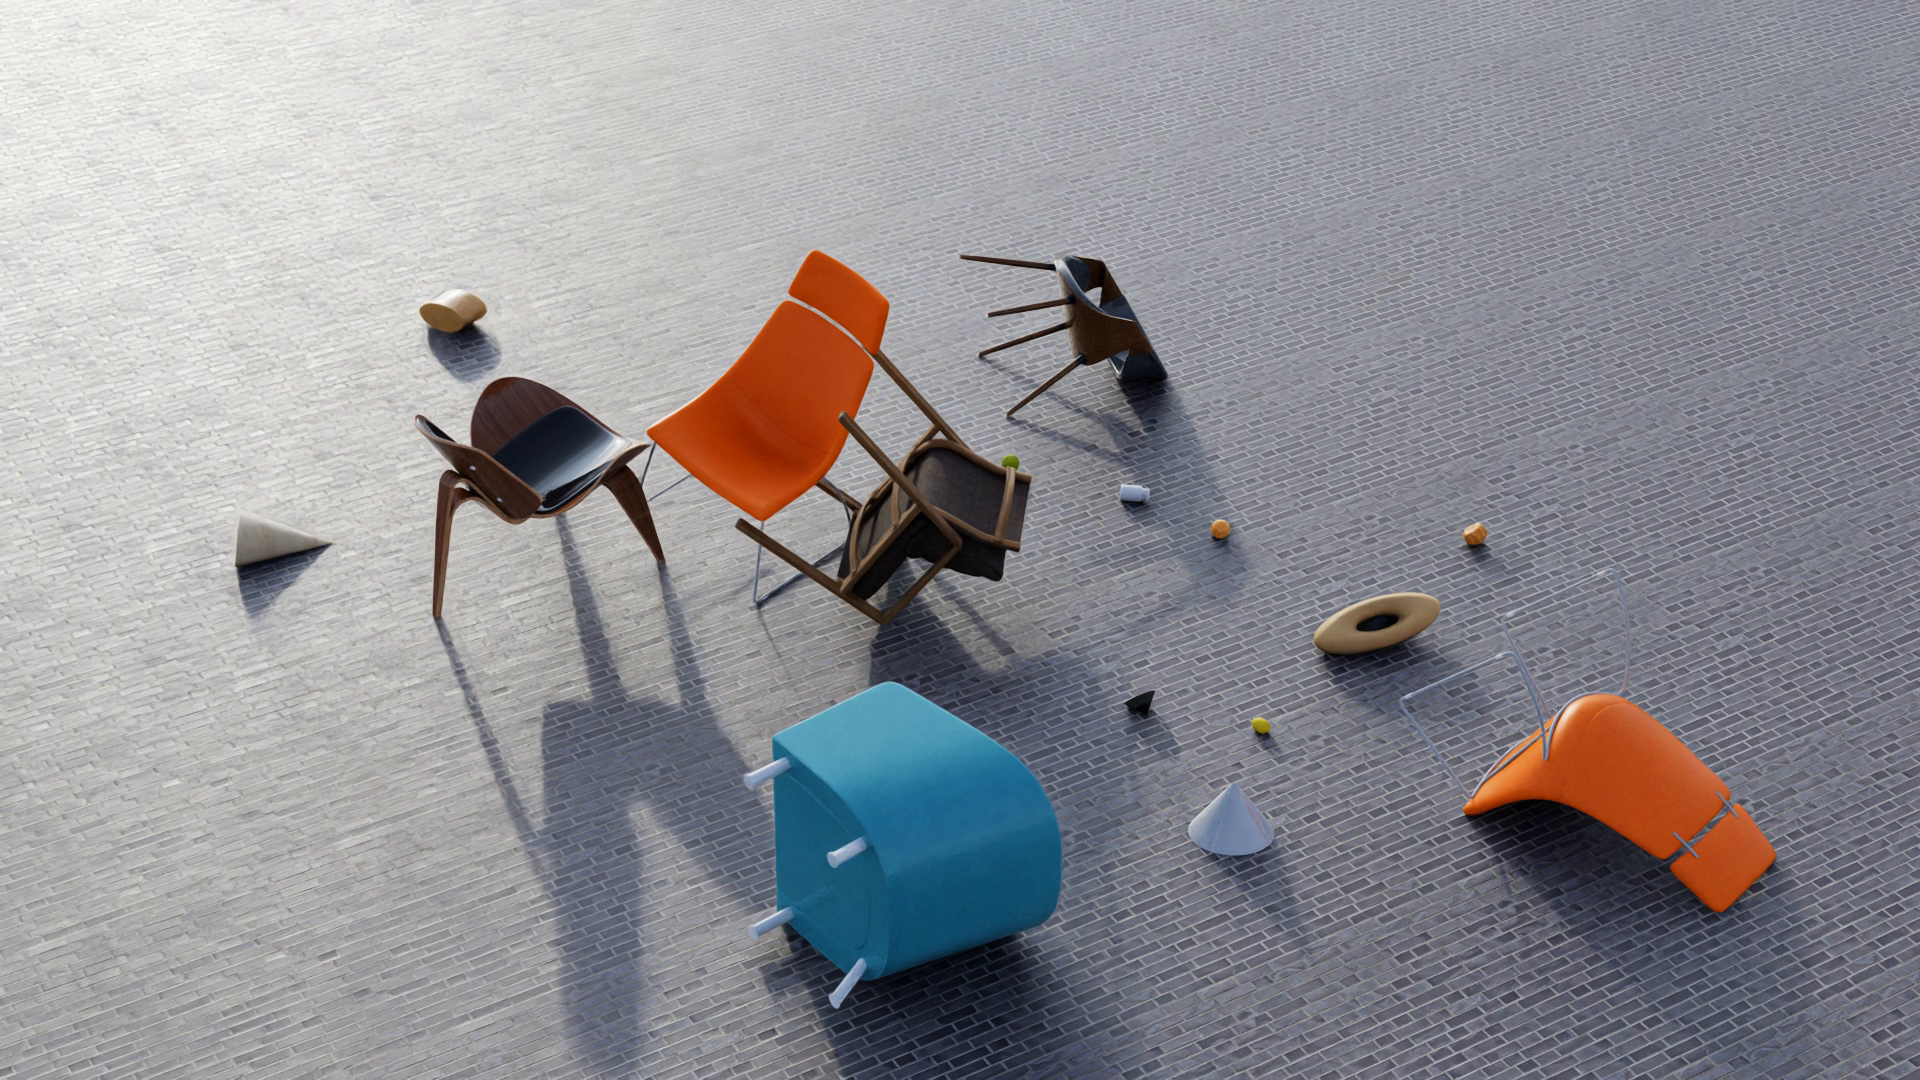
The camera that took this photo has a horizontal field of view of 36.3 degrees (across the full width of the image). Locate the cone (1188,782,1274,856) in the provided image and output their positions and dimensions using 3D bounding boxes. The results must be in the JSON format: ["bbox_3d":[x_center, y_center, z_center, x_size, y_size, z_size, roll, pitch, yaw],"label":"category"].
[{"bbox_3d":[0.880,0.859,9.451,0.280,0.209,0.239,1,33,2],"label":"cone"}]

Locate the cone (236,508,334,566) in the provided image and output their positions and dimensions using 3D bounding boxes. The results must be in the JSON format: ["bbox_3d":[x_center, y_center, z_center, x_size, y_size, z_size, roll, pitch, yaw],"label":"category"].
[{"bbox_3d":[-2.503,-0.001,10.885,0.351,0.131,0.315,4,38,-14],"label":"cone"}]

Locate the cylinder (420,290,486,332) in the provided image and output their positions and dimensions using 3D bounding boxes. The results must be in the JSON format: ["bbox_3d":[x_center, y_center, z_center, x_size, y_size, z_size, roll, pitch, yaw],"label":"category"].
[{"bbox_3d":[-2.122,-0.960,12.281,0.252,0.128,0.144,14,35,33],"label":"cylinder"}]

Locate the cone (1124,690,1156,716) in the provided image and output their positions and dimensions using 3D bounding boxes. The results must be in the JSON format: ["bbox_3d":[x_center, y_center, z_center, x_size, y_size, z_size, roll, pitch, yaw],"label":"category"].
[{"bbox_3d":[0.628,0.569,10.041,0.119,0.067,0.107,-27,-13,23],"label":"cone"}]

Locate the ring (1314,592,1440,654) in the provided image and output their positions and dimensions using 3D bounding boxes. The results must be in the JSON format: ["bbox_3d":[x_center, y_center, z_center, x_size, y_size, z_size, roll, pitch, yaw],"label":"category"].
[{"bbox_3d":[1.474,0.295,10.357,0.483,0.108,0.184,-16,66,-10],"label":"ring"}]
